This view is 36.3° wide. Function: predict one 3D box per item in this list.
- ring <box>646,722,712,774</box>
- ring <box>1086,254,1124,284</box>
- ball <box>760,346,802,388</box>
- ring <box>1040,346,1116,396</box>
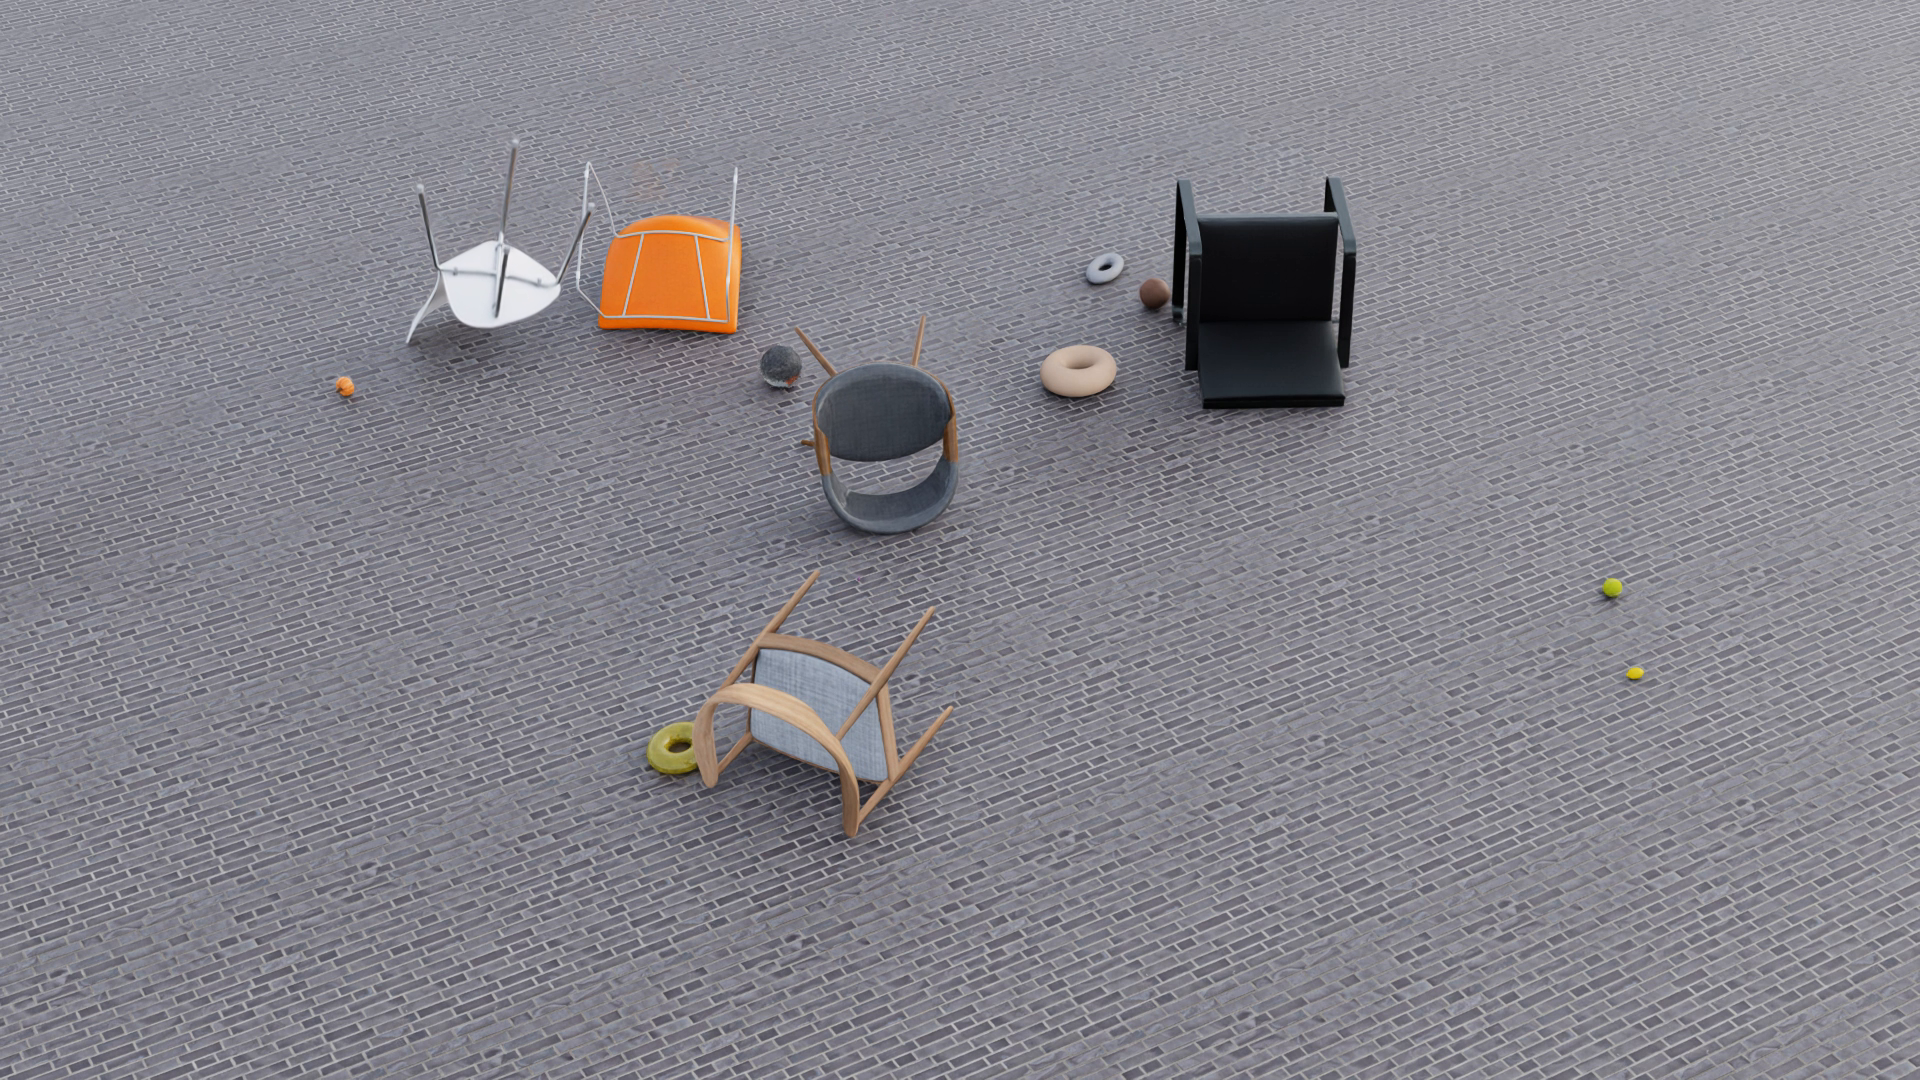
[{"bbox_3d":[-0.940,0.697,9.831,0.216,0.062,0.261,9,35,15],"label":"ring"},{"bbox_3d":[0.627,-1.175,12.684,0.142,0.048,0.259,16,37,21],"label":"ring"},{"bbox_3d":[-0.725,-0.702,11.855,0.170,0.170,0.170,0,33,0],"label":"ball"},{"bbox_3d":[0.480,-0.685,11.882,0.333,0.114,0.288,-26,40,-36],"label":"ring"}]
